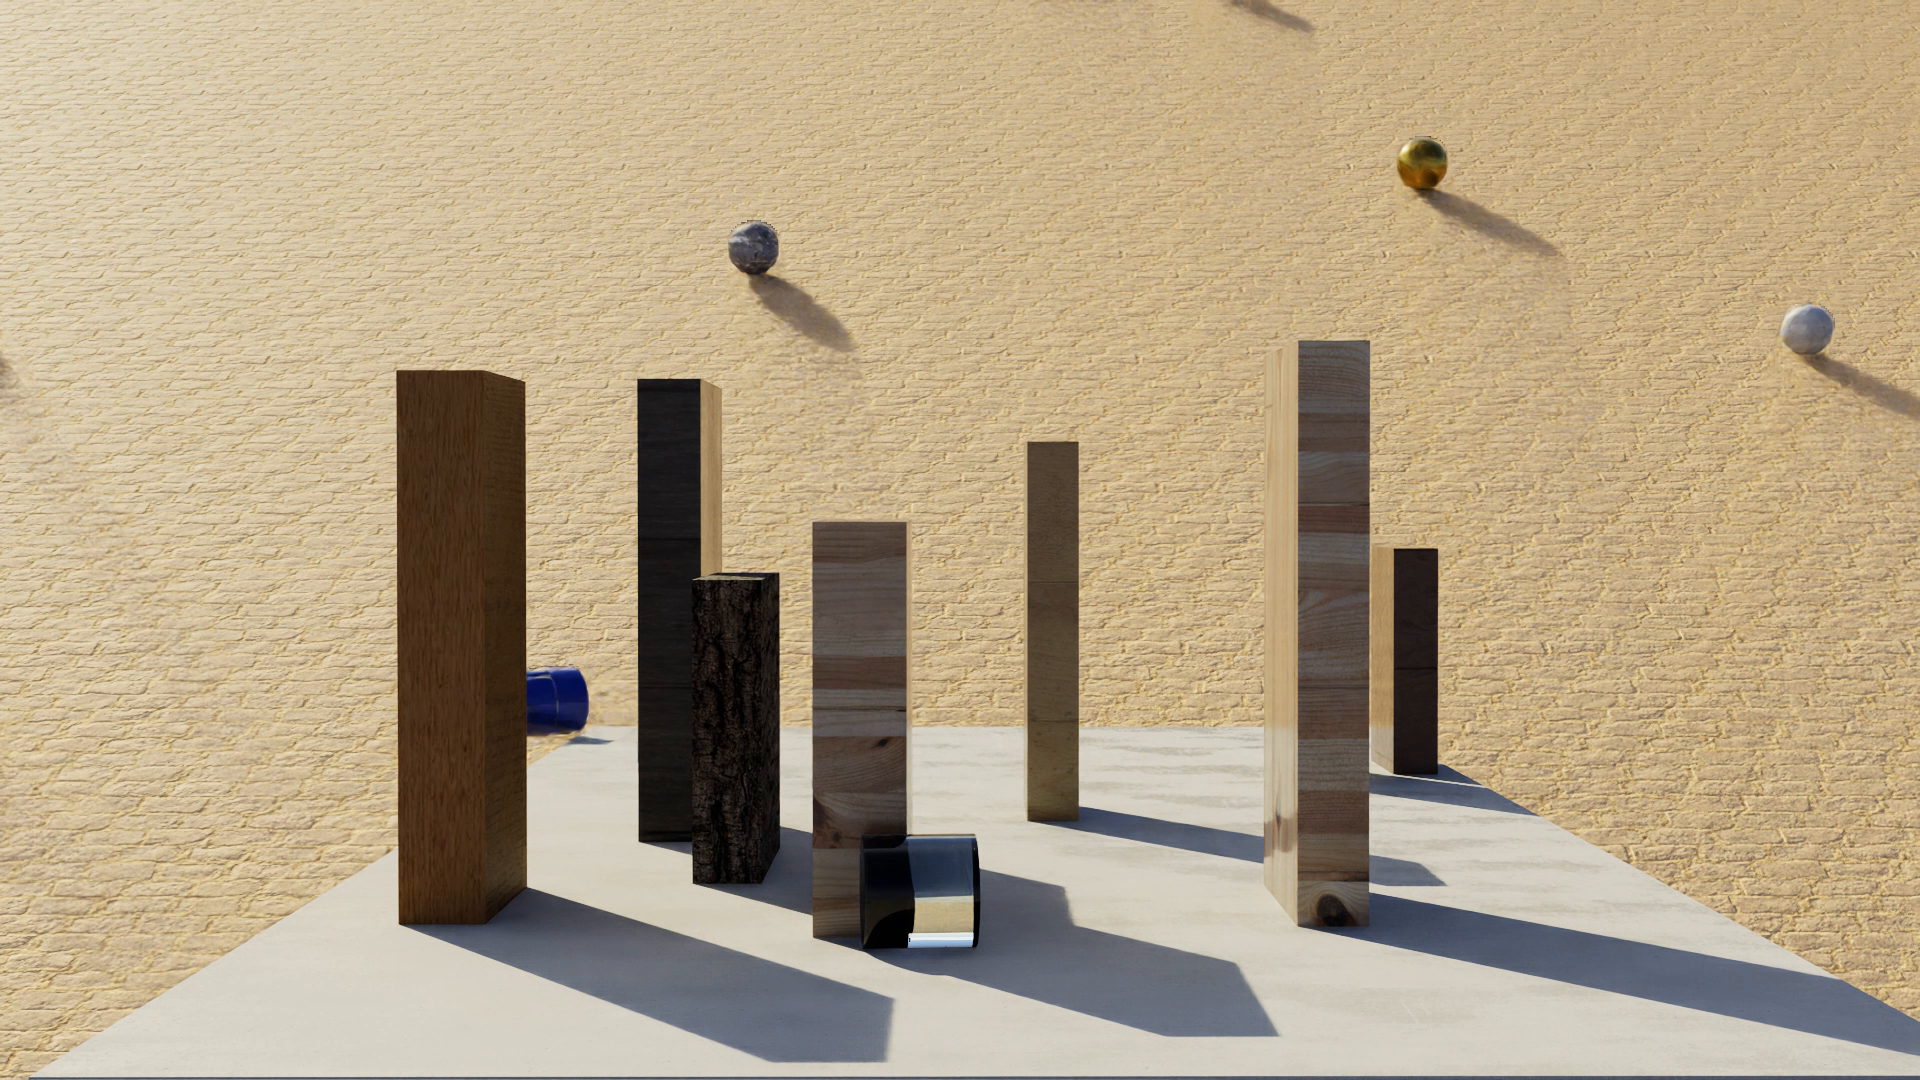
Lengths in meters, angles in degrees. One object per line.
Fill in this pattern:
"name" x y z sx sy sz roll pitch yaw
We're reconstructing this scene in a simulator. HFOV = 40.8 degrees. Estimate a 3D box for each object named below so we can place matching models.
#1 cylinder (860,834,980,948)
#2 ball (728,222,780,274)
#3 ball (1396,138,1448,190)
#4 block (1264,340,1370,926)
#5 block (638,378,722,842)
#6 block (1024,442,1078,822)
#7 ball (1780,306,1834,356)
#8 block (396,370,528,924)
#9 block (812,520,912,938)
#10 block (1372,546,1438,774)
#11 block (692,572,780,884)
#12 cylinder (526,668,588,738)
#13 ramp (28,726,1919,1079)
"cylinder" -0.053 0.454 3.345 0.147 0.147 0.147 0 27 -5
"ball" -0.765 -1.081 9.581 0.191 0.191 0.191 0 27 0
"ball" 1.862 -1.513 10.398 0.205 0.205 0.205 0 27 0
"block" 0.506 0.124 3.691 0.097 0.795 0.383 0 1 0
"block" -0.492 0.116 4.568 0.107 0.785 0.396 0 1 0
"block" 0.168 0.163 4.778 0.093 0.685 0.252 0 1 0
"ball" 2.924 -0.724 8.915 0.173 0.173 0.173 0 27 0
"block" -0.708 0.144 3.693 0.119 0.756 0.343 0 1 0
"block" -0.133 0.248 3.637 0.125 0.551 0.447 0 1 0
"block" 0.961 0.254 5.593 0.094 0.477 0.293 0 1 0
"block" -0.352 0.287 4.102 0.104 0.459 0.409 0 1 0
"cylinder" -1.020 0.399 6.339 0.163 0.163 0.163 -3 25 -33
"ramp" 0.062 0.558 4.596 2.000 0.100 4.000 0 1 0
